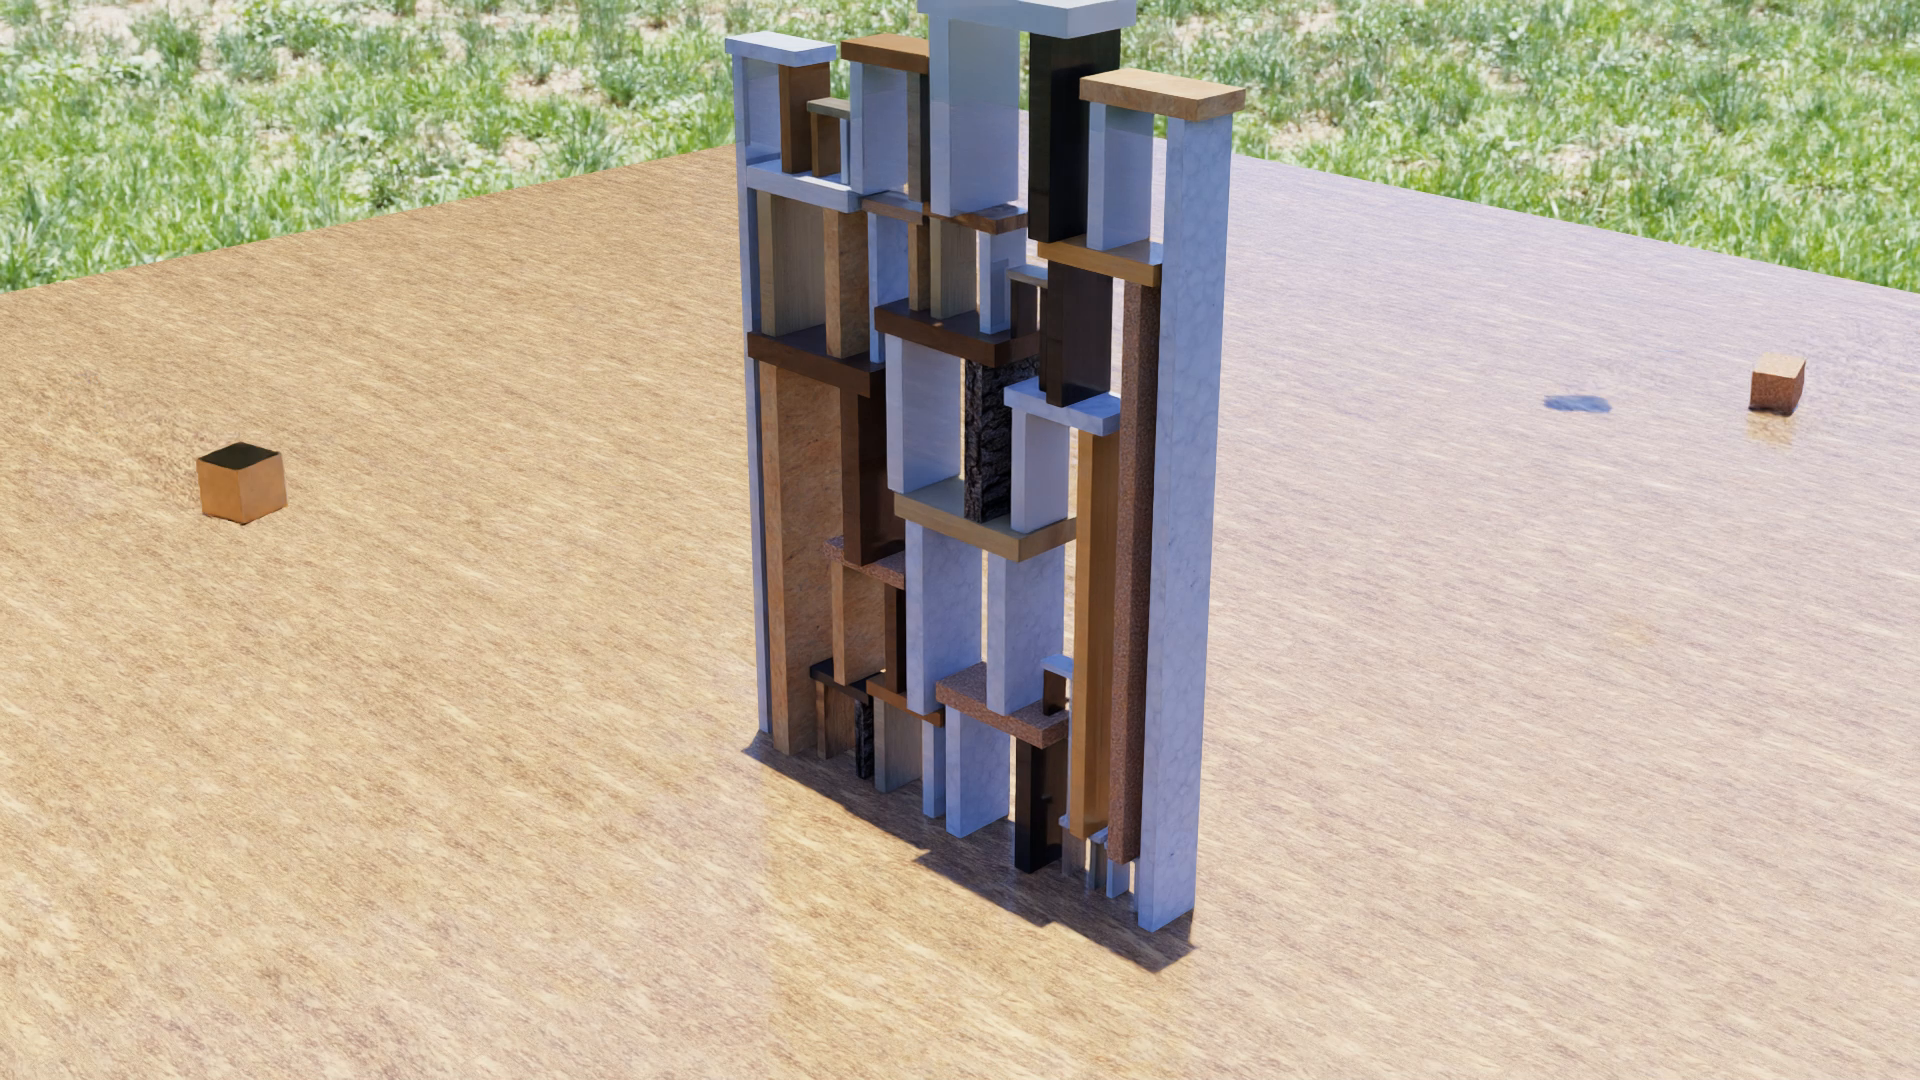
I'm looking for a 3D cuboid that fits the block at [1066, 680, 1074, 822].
[{"bbox_3d":[0.225,0.391,4.147,0.014,0.301,0.048,21,31,40],"label":"block"}]

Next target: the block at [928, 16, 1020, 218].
[{"bbox_3d":[0.026,-0.755,3.862,0.172,0.345,0.049,-21,31,-40],"label":"block"}]

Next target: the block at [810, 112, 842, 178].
[{"bbox_3d":[-0.253,-0.755,4.174,0.017,0.122,0.061,21,31,41],"label":"block"}]

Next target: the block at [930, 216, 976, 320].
[{"bbox_3d":[-0.011,-0.506,4.025,0.027,0.187,0.094,22,32,40],"label":"block"}]

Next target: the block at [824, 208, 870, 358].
[{"bbox_3d":[-0.191,-0.506,4.221,0.041,0.290,0.145,21,31,41],"label":"block"}]

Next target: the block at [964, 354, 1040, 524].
[{"bbox_3d":[0.078,-0.200,4.053,0.044,0.310,0.155,21,31,40],"label":"block"}]

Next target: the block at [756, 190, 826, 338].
[{"bbox_3d":[-0.328,-0.560,4.347,0.041,0.290,0.145,21,31,41],"label":"block"}]

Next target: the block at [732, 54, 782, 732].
[{"bbox_3d":[-0.391,-0.271,4.531,0.029,1.460,0.103,21,31,41],"label":"block"}]

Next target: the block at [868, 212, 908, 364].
[{"bbox_3d":[-0.134,-0.485,4.168,0.023,0.291,0.082,21,31,41],"label":"block"}]

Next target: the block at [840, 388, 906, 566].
[{"bbox_3d":[-0.149,-0.144,4.326,0.051,0.358,0.179,21,31,41],"label":"block"}]

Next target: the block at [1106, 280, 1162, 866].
[{"bbox_3d":[0.331,0.067,3.889,0.130,1.109,0.037,-21,31,-40],"label":"block"}]

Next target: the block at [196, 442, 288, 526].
[{"bbox_3d":[-1.932,-0.154,5.920,0.156,0.156,0.156,14,27,27],"label":"block"}]

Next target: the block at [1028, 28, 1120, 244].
[{"bbox_3d":[0.192,-0.690,3.715,0.049,0.347,0.172,21,31,40],"label":"block"}]

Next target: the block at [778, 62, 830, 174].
[{"bbox_3d":[-0.294,-0.810,4.197,0.029,0.206,0.103,21,31,41],"label":"block"}]

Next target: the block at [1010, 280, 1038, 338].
[{"bbox_3d":[0.114,-0.418,3.923,0.015,0.107,0.054,21,31,40],"label":"block"}]

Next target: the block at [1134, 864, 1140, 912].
[{"bbox_3d":[0.348,0.642,4.118,0.050,0.101,0.014,-21,31,-41],"label":"block"}]

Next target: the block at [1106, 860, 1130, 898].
[{"bbox_3d":[0.300,0.624,4.162,0.014,0.101,0.050,21,31,41],"label":"block"}]

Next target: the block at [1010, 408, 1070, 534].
[{"bbox_3d":[0.147,-0.140,4.008,0.118,0.236,0.033,-21,31,-40],"label":"block"}]

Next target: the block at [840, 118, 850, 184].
[{"bbox_3d":[-0.195,-0.732,4.121,0.017,0.122,0.061,21,31,41],"label":"block"}]

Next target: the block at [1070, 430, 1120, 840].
[{"bbox_3d":[0.260,0.169,4.018,0.033,0.812,0.118,21,31,40],"label":"block"}]

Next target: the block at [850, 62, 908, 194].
[{"bbox_3d":[-0.148,-0.768,4.054,0.033,0.241,0.116,23,32,40],"label":"block"}]

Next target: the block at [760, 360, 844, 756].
[{"bbox_3d":[-0.318,0.027,4.582,0.051,0.872,0.179,21,31,41],"label":"block"}]

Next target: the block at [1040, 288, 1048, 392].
[{"bbox_3d":[0.164,-0.360,3.894,0.015,0.191,0.054,21,31,40],"label":"block"}]

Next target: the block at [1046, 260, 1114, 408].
[{"bbox_3d":[0.209,-0.372,3.836,0.037,0.259,0.130,21,31,41],"label":"block"}]

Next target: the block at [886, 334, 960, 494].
[{"bbox_3d":[-0.069,-0.257,4.186,0.044,0.310,0.155,21,31,40],"label":"block"}]

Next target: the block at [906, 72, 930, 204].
[{"bbox_3d":[-0.041,-0.732,3.951,0.116,0.231,0.033,-22,31,-40],"label":"block"}]

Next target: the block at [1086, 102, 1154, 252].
[{"bbox_3d":[0.268,-0.616,3.671,0.035,0.246,0.123,21,31,41],"label":"block"}]

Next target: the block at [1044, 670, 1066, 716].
[{"bbox_3d":[0.179,0.280,4.149,0.048,0.096,0.014,-21,30,-40],"label":"block"}]

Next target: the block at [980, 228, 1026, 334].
[{"bbox_3d":[0.077,-0.471,3.945,0.027,0.187,0.094,21,31,41],"label":"block"}]

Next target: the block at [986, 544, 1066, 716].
[{"bbox_3d":[0.125,0.154,4.152,0.046,0.326,0.163,21,31,41],"label":"block"}]

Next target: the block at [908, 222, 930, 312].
[{"bbox_3d":[-0.058,-0.514,4.070,0.082,0.165,0.023,-22,31,-40],"label":"block"}]

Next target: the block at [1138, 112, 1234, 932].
[{"bbox_3d":[0.385,0.009,3.811,0.035,1.506,0.123,21,31,41],"label":"block"}]

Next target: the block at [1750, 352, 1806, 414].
[{"bbox_3d":[2.490,-0.479,6.698,0.125,0.125,0.125,14,41,30],"label":"block"}]
